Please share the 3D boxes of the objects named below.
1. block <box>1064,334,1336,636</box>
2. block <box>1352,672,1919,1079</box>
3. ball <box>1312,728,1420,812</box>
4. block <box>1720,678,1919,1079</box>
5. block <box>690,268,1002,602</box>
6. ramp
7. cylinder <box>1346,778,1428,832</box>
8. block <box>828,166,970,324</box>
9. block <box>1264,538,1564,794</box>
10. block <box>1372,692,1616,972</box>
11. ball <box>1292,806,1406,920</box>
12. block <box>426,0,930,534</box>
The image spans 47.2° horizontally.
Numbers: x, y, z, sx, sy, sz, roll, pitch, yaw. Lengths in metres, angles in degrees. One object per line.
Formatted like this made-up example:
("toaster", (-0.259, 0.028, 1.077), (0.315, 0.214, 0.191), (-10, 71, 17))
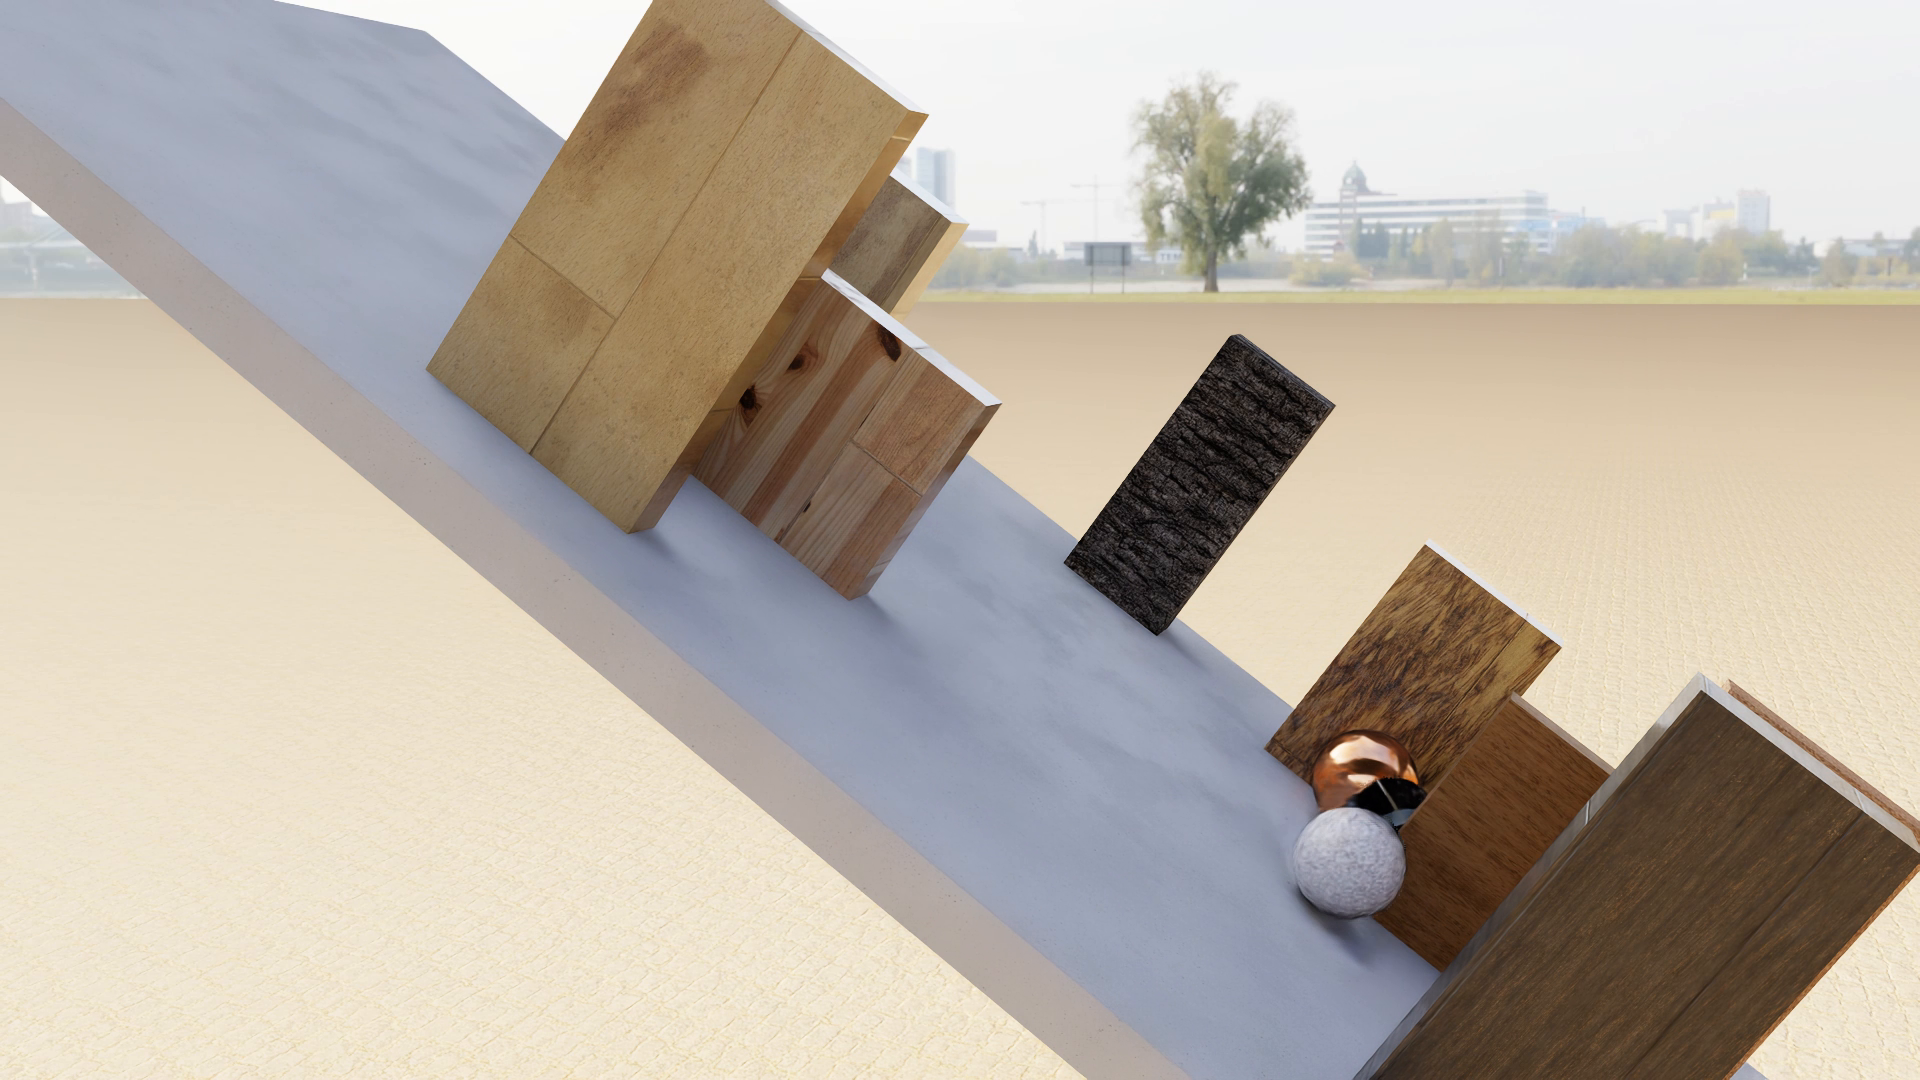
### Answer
("block", (0.512, -0.118, 4.718), (0.257, 0.611, 0.121), (38, 16, 10))
("block", (0.929, 0.614, 3.098), (0.354, 0.800, 0.146), (38, 16, 10))
("ball", (0.799, 0.476, 4.335), (0.208, 0.208, 0.208), (0, 7, 0))
("block", (1.144, 0.643, 3.527), (0.387, 0.766, 0.093), (38, 16, 10))
("block", (-0.232, -0.201, 3.769), (0.448, 0.415, 0.097), (38, 16, 10))
("ramp", (-0.072, 0.138, 4.073), (4.000, 0.100, 2.000), (38, 16, 10))
("cylinder", (0.832, 0.574, 4.164), (0.184, 0.184, 0.184), (0, 21, -3))
("block", (-0.298, -0.570, 4.545), (0.414, 0.503, 0.123), (38, 16, 10))
("block", (0.911, 0.313, 4.437), (0.331, 0.535, 0.089), (38, 16, 10))
("block", (1.018, 0.594, 3.950), (0.432, 0.475, 0.080), (38, 16, 10))
("ball", (0.682, 0.565, 3.852), (0.195, 0.195, 0.195), (0, 7, 0))
("block", (-0.443, -0.451, 3.368), (0.425, 0.784, 0.097), (38, 16, 10))
